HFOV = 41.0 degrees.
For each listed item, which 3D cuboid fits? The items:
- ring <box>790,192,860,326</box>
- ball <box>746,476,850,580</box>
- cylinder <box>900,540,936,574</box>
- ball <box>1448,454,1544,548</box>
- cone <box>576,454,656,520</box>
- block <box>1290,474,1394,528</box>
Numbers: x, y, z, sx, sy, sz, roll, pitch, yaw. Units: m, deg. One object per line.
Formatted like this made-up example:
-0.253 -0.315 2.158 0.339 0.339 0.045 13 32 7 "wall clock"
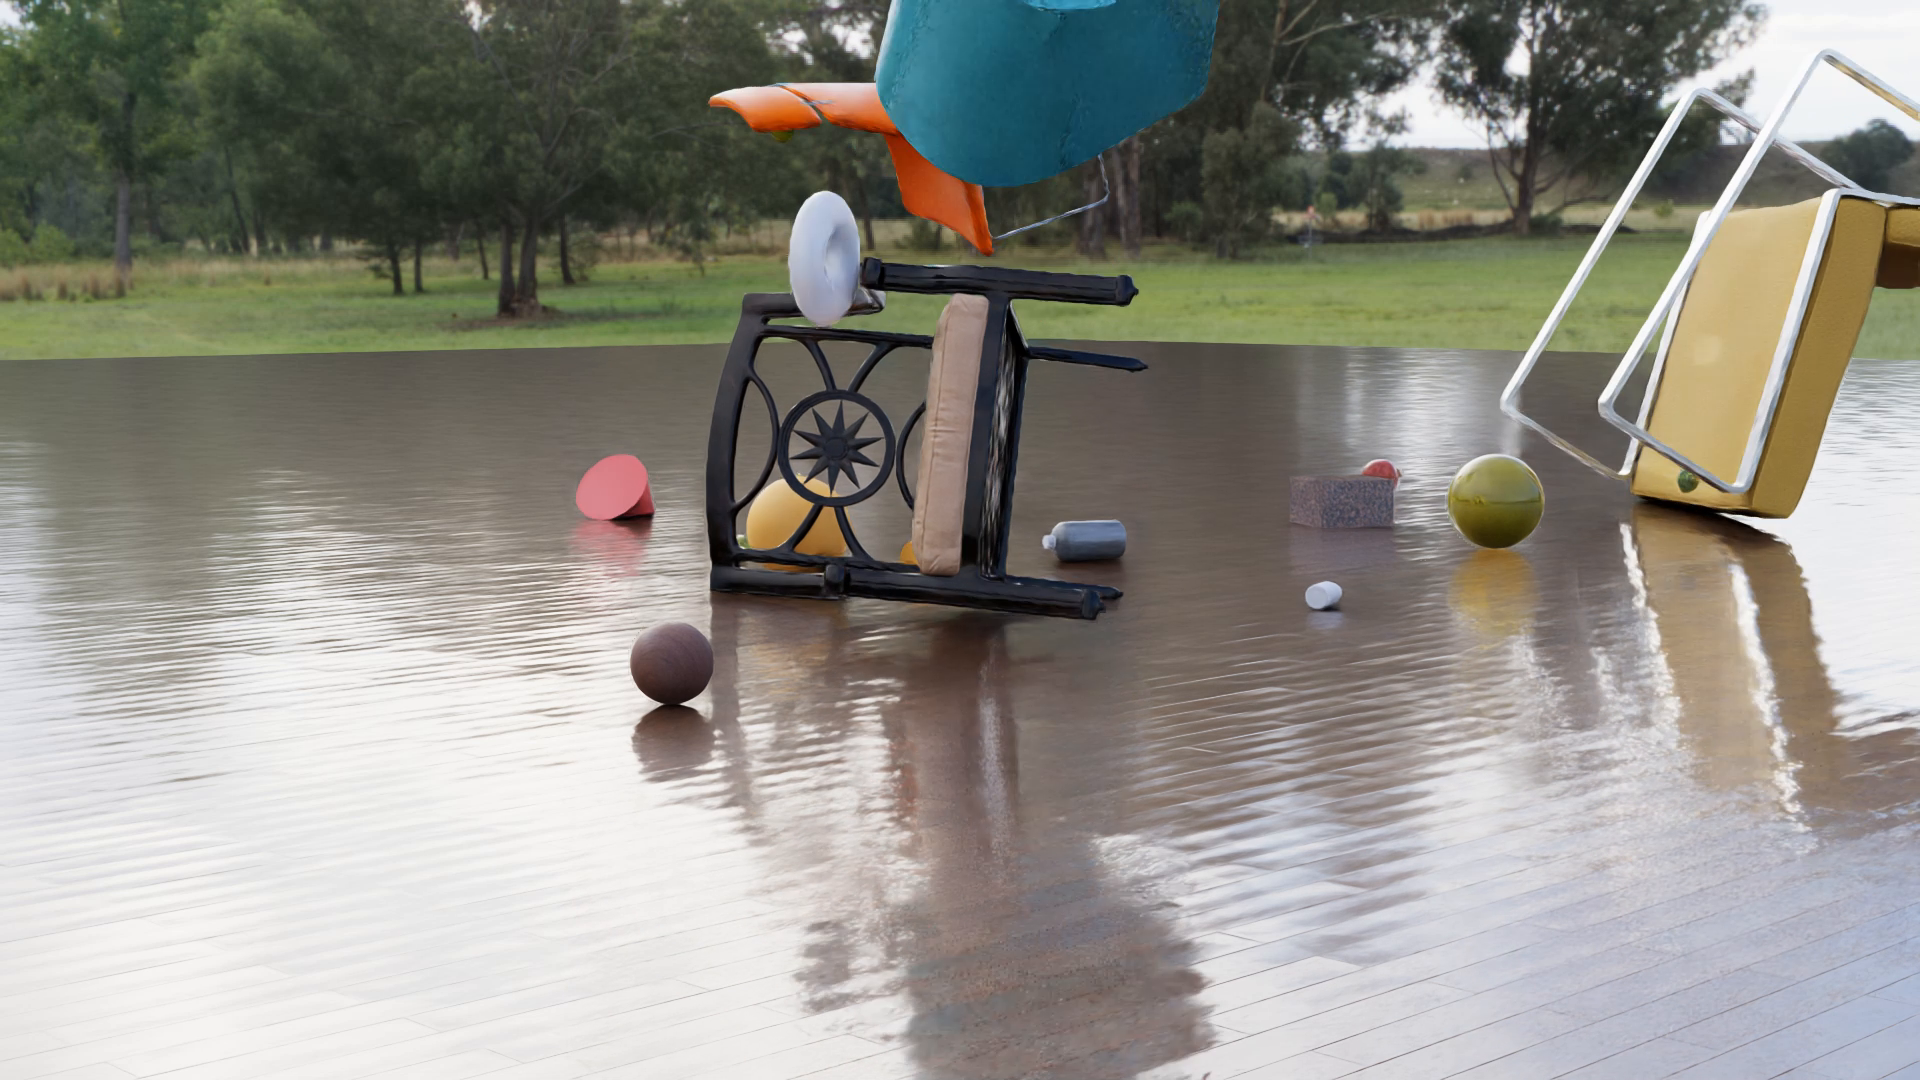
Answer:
-0.256 -0.533 4.872 0.067 0.256 0.258 4 -22 19 "ring"
-0.350 -0.026 5.565 0.226 0.226 0.226 0 6 0 "ball"
-0.092 0.039 5.679 0.050 0.074 0.060 -5 17 -43 "cylinder"
1.296 -0.094 6.205 0.230 0.230 0.230 0 6 0 "ball"
-0.896 -0.109 7.040 0.229 0.184 0.217 -16 -25 23 "cone"
1.015 -0.105 6.832 0.211 0.122 0.186 -2 6 -20 "block"
